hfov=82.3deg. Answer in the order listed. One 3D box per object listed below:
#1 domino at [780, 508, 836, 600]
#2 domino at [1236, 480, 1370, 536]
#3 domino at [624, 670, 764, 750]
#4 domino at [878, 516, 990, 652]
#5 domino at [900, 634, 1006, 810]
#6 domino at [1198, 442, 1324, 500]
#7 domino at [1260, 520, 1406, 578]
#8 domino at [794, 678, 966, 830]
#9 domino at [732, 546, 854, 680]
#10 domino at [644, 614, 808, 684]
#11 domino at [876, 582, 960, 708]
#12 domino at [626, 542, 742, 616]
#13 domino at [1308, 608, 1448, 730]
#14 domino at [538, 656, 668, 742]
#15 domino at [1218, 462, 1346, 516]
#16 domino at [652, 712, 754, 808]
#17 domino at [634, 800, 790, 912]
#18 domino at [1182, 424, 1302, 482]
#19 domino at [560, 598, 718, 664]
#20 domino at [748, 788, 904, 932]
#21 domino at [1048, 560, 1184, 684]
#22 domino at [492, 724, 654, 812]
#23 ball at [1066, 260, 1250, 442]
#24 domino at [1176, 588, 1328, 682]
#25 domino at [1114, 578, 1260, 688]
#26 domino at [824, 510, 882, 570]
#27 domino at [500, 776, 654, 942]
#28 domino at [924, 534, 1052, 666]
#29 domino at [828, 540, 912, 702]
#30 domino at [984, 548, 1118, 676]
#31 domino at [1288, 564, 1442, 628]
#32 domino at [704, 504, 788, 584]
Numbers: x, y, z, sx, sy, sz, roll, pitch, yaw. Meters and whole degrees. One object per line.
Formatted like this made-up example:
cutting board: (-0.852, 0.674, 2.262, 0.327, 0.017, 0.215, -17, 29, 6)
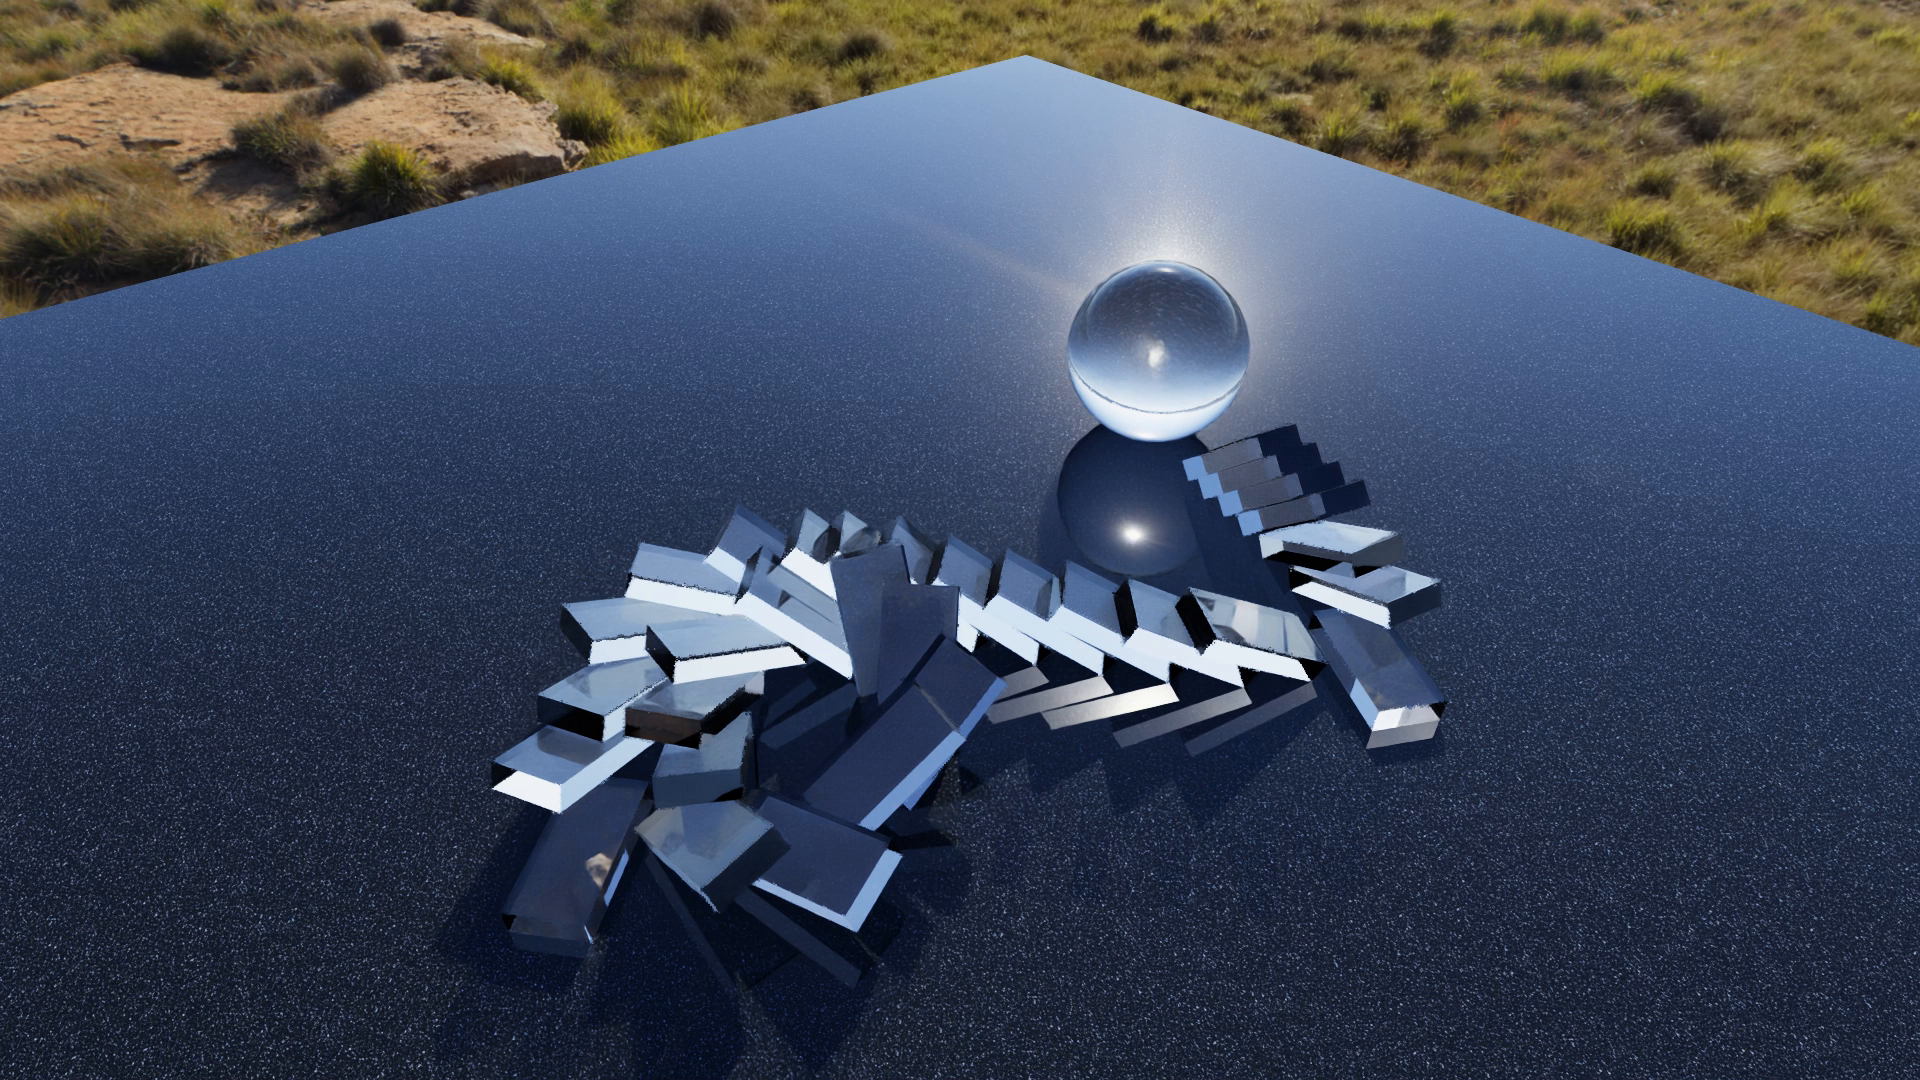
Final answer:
domino: (-0.041, 0.012, 0.403, 0.050, 0.010, 0.025, 36, 28, -20)
domino: (0.134, -0.012, 0.433, 0.025, 0.009, 0.050, -16, -1, -19)
domino: (-0.086, 0.053, 0.361, 0.025, 0.010, 0.050, 8, 13, 11)
domino: (-0.009, 0.016, 0.400, 0.050, 0.010, 0.025, 39, 36, -17)
domino: (-0.011, 0.058, 0.351, 0.025, 0.010, 0.050, 35, 84, 28)
domino: (0.123, -0.028, 0.453, 0.025, 0.010, 0.050, -16, -1, -19)
domino: (0.142, 0.002, 0.423, 0.025, 0.009, 0.050, -18, 15, -21)
domino: (-0.025, 0.069, 0.338, 0.050, 0.010, 0.025, -45, 53, -1)
domino: (-0.054, 0.026, 0.388, 0.050, 0.009, 0.025, 35, 32, -22)
domino: (-0.081, 0.036, 0.384, 0.050, 0.010, 0.025, -5, 26, -37)
domino: (-0.014, 0.040, 0.366, 0.025, 0.050, 0.009, 3, -3, -5)
domino: (-0.096, 0.016, 0.410, 0.050, 0.010, 0.025, 12, 25, -11)
domino: (0.147, 0.044, 0.390, 0.025, 0.010, 0.050, -7, 40, -9)
domino: (-0.114, 0.050, 0.369, 0.025, 0.009, 0.050, 14, 20, 16)
domino: (0.128, -0.020, 0.443, 0.025, 0.009, 0.050, -16, -1, -18)
domino: (-0.079, 0.068, 0.343, 0.025, 0.010, 0.050, -5, 11, -6)
domino: (-0.073, 0.087, 0.319, 0.025, 0.009, 0.050, -39, 28, -26)
domino: (0.118, -0.036, 0.463, 0.025, 0.009, 0.050, -16, -1, -19)
domino: (-0.112, 0.030, 0.391, 0.050, 0.009, 0.025, -5, 30, -43)
domino: (-0.044, 0.092, 0.319, 0.050, 0.009, 0.025, 11, 52, 32)
domino: (0.056, 0.029, 0.391, 0.050, 0.009, 0.025, 27, 39, -11)
domino: (-0.120, 0.066, 0.349, 0.025, 0.009, 0.050, 14, 21, 17)
ball: (0.088, -0.084, 0.490, 0.080, 0.080, 0.080, 0, 39, 0)
domino: (0.102, 0.033, 0.386, 0.050, 0.009, 0.025, 14, 34, -25)
domino: (0.079, 0.033, 0.387, 0.050, 0.010, 0.025, 20, 36, -18)
domino: (-0.026, 0.012, 0.403, 0.050, 0.010, 0.025, 35, 29, -22)
domino: (-0.113, 0.094, 0.329, 0.025, 0.010, 0.050, 5, 40, 6)
domino: (0.012, 0.021, 0.396, 0.050, 0.009, 0.025, 33, 38, -15)
domino: (-0.027, 0.028, 0.378, 0.025, 0.050, 0.009, -14, 12, -13)
domino: (0.034, 0.026, 0.393, 0.050, 0.010, 0.025, 29, 39, -12)
domino: (0.149, 0.017, 0.408, 0.025, 0.010, 0.050, -18, 20, -21)
domino: (-0.067, 0.011, 0.407, 0.050, 0.009, 0.025, 36, 37, -18)
